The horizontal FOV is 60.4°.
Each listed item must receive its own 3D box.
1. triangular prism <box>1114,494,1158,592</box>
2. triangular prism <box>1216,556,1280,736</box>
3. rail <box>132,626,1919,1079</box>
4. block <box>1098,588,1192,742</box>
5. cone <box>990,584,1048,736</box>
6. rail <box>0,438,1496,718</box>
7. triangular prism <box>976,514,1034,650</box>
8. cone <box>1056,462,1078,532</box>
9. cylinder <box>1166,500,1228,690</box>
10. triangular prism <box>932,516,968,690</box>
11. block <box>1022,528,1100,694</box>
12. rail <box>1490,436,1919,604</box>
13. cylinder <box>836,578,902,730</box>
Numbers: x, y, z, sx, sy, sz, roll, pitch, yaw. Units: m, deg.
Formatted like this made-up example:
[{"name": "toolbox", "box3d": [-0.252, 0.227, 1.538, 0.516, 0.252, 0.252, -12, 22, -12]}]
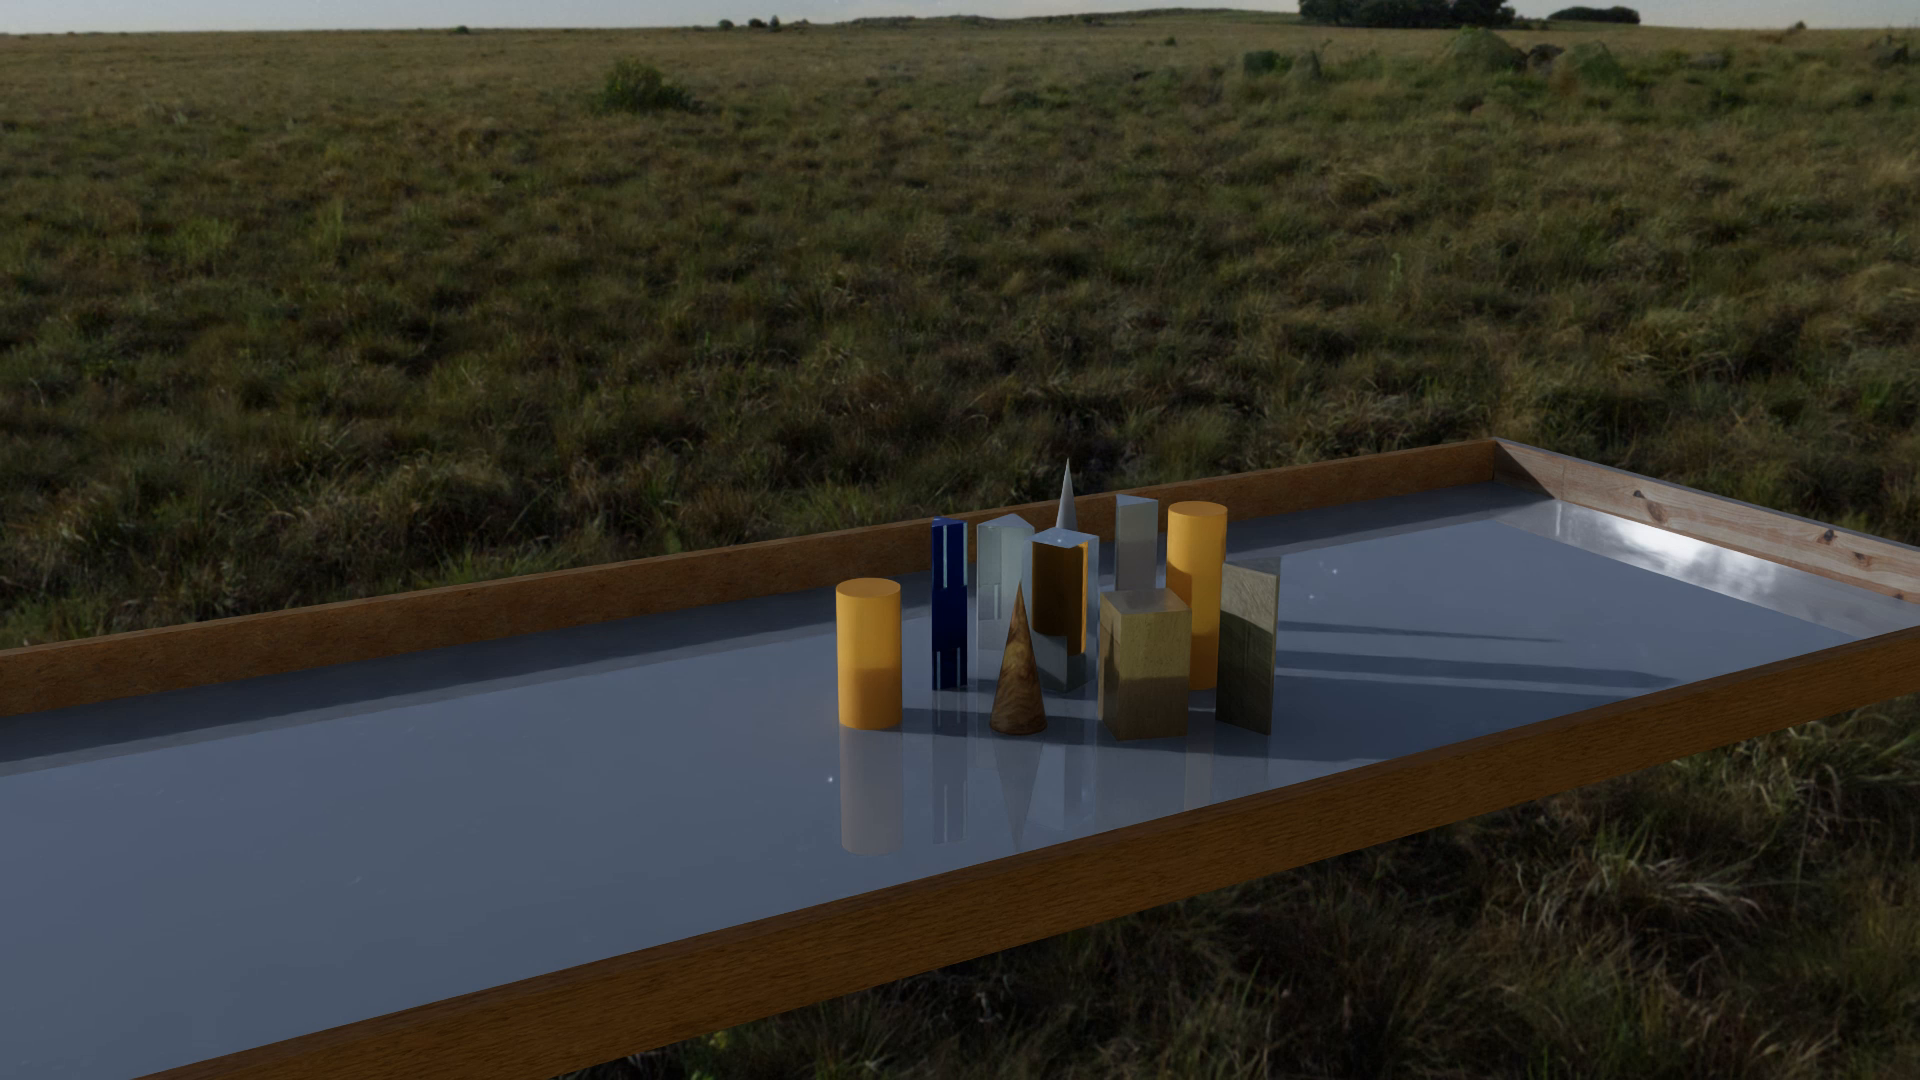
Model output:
[{"name": "triangular prism", "box3d": [0.436, 0.088, 4.333, 0.121, 0.408, 0.105, -8, 18, -26]}, {"name": "triangular prism", "box3d": [0.703, 0.238, 3.856, 0.148, 0.388, 0.129, 14, 22, 40]}, {"name": "rail", "box3d": [-2.336, 1.006, 1.665, 12.000, 0.150, 0.050, -9, 18, -27]}, {"name": "block", "box3d": [0.427, 0.287, 3.835, 0.167, 0.306, 0.167, -3, 17, -11]}, {"name": "cone", "box3d": [0.137, 0.262, 3.831, 0.138, 0.357, 0.138, 0, 16, 0]}, {"name": "rail", "box3d": [-3.305, 0.497, 3.399, 12.000, 0.150, 0.050, -9, 18, -27]}, {"name": "triangular prism", "box3d": [0.130, 0.110, 4.375, 0.150, 0.341, 0.130, 3, 17, 10]}, {"name": "cone", "box3d": [0.297, -0.012, 4.588, 0.139, 0.455, 0.139, 0, 16, 0]}, {"name": "cylinder", "box3d": [0.582, 0.138, 4.094, 0.144, 0.447, 0.144, 0, 16, 0]}, {"name": "triangular prism", "box3d": [-0.042, 0.154, 4.084, 0.095, 0.422, 0.082, -8, 18, -24]}, {"name": "block", "box3d": [0.248, 0.173, 4.103, 0.136, 0.374, 0.136, 12, 20, 35]}, {"name": "rail", "box3d": [2.466, -0.048, 5.253, 0.050, 0.150, 2.100, -9, 18, -27]}, {"name": "cylinder", "box3d": [-0.213, 0.266, 3.874, 0.151, 0.325, 0.151, 0, 16, 0]}]
